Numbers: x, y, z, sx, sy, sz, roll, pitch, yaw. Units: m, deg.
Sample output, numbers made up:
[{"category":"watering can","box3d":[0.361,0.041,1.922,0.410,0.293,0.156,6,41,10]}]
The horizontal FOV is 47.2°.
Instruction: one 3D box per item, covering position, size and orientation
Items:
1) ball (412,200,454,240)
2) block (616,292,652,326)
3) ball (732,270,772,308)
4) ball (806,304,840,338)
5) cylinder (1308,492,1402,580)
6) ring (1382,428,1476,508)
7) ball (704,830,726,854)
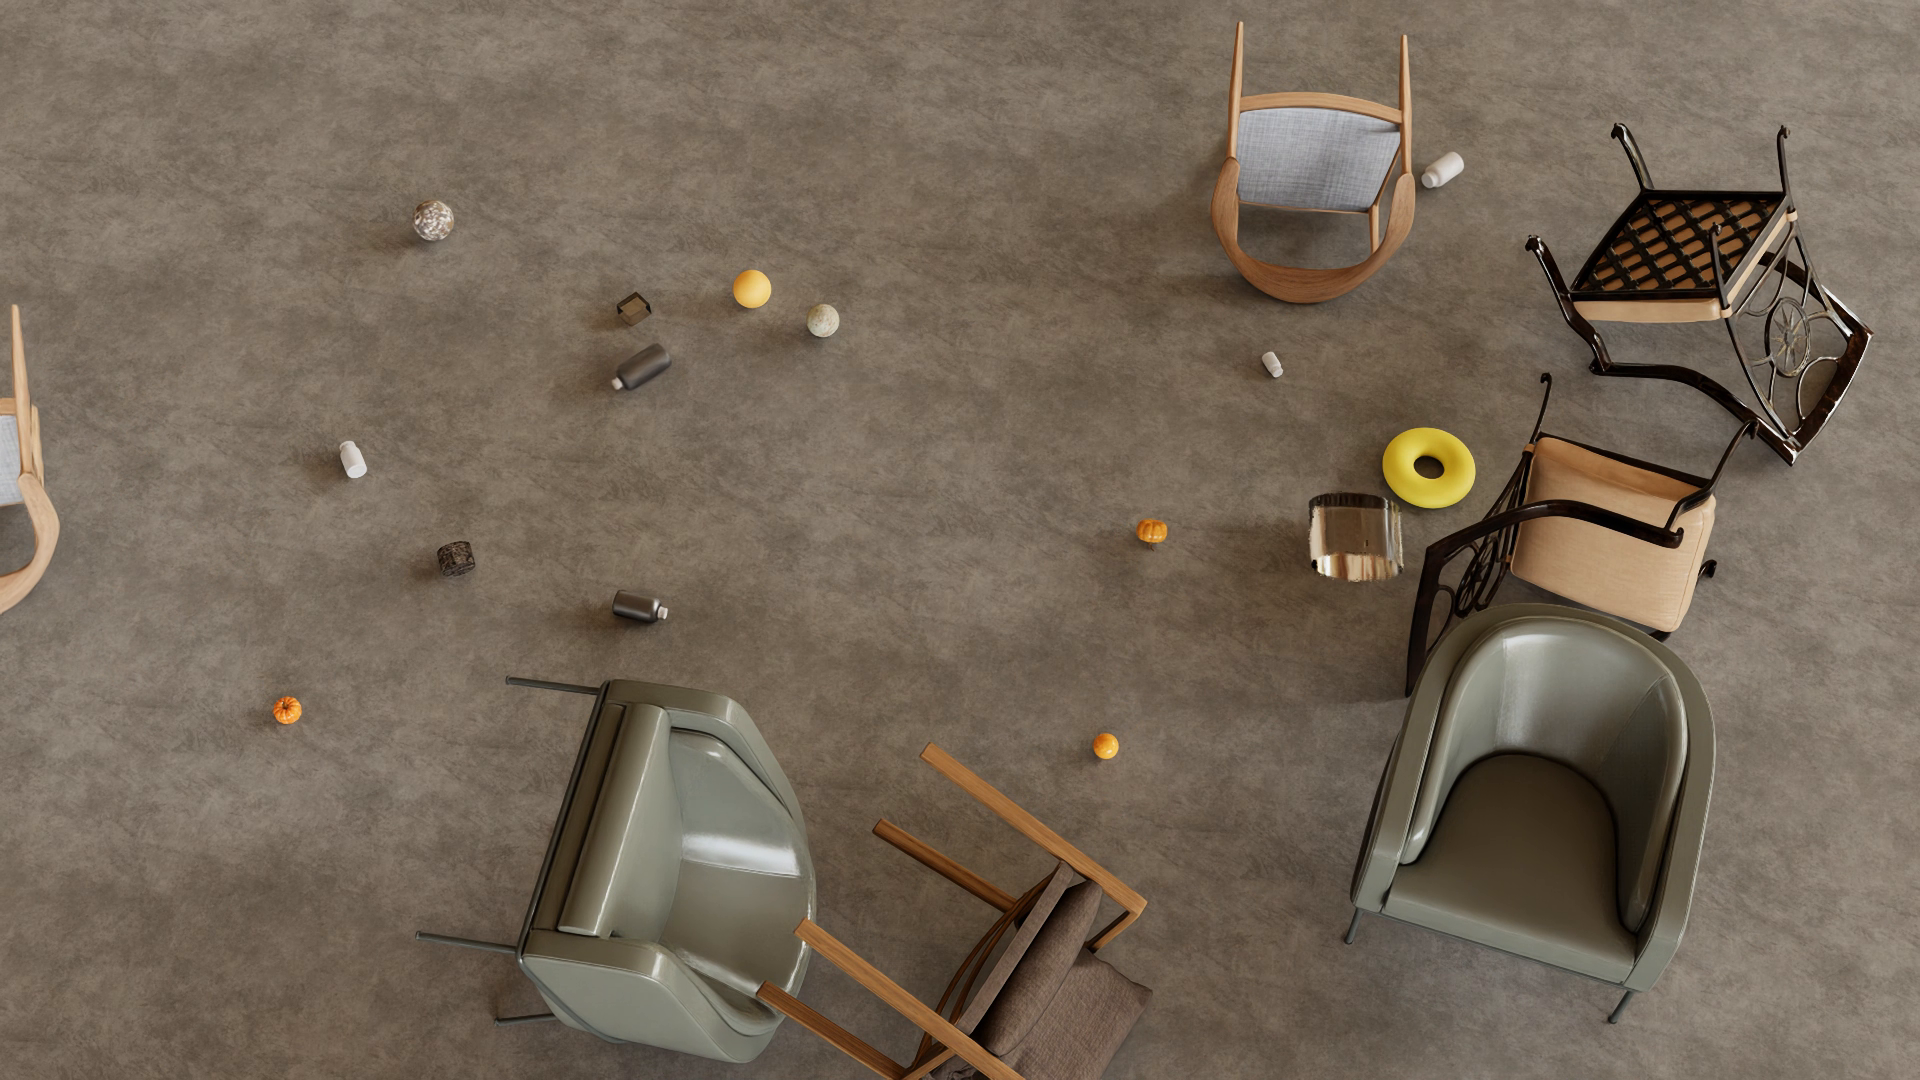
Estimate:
[{"category":"ball","box3d":[-1.724,-1.046,7.195,0.134,0.134,0.134,0,56,0]},{"category":"block","box3d":[-1.044,-0.738,7.038,0.081,0.052,0.070,-37,64,-22]},{"category":"ball","box3d":[-0.666,-0.803,7.039,0.122,0.122,0.122,0,56,0]},{"category":"ball","box3d":[-0.436,-0.697,6.978,0.106,0.106,0.106,0,56,0]},{"category":"cylinder","box3d":[1.168,-0.010,6.497,0.272,0.137,0.217,6,56,-3]},{"category":"ring","box3d":[1.424,-0.220,6.681,0.282,0.068,0.295,10,56,6]},{"category":"ball","box3d":[-0.667,0.823,5.982,0.065,0.065,0.065,0,56,0]}]
